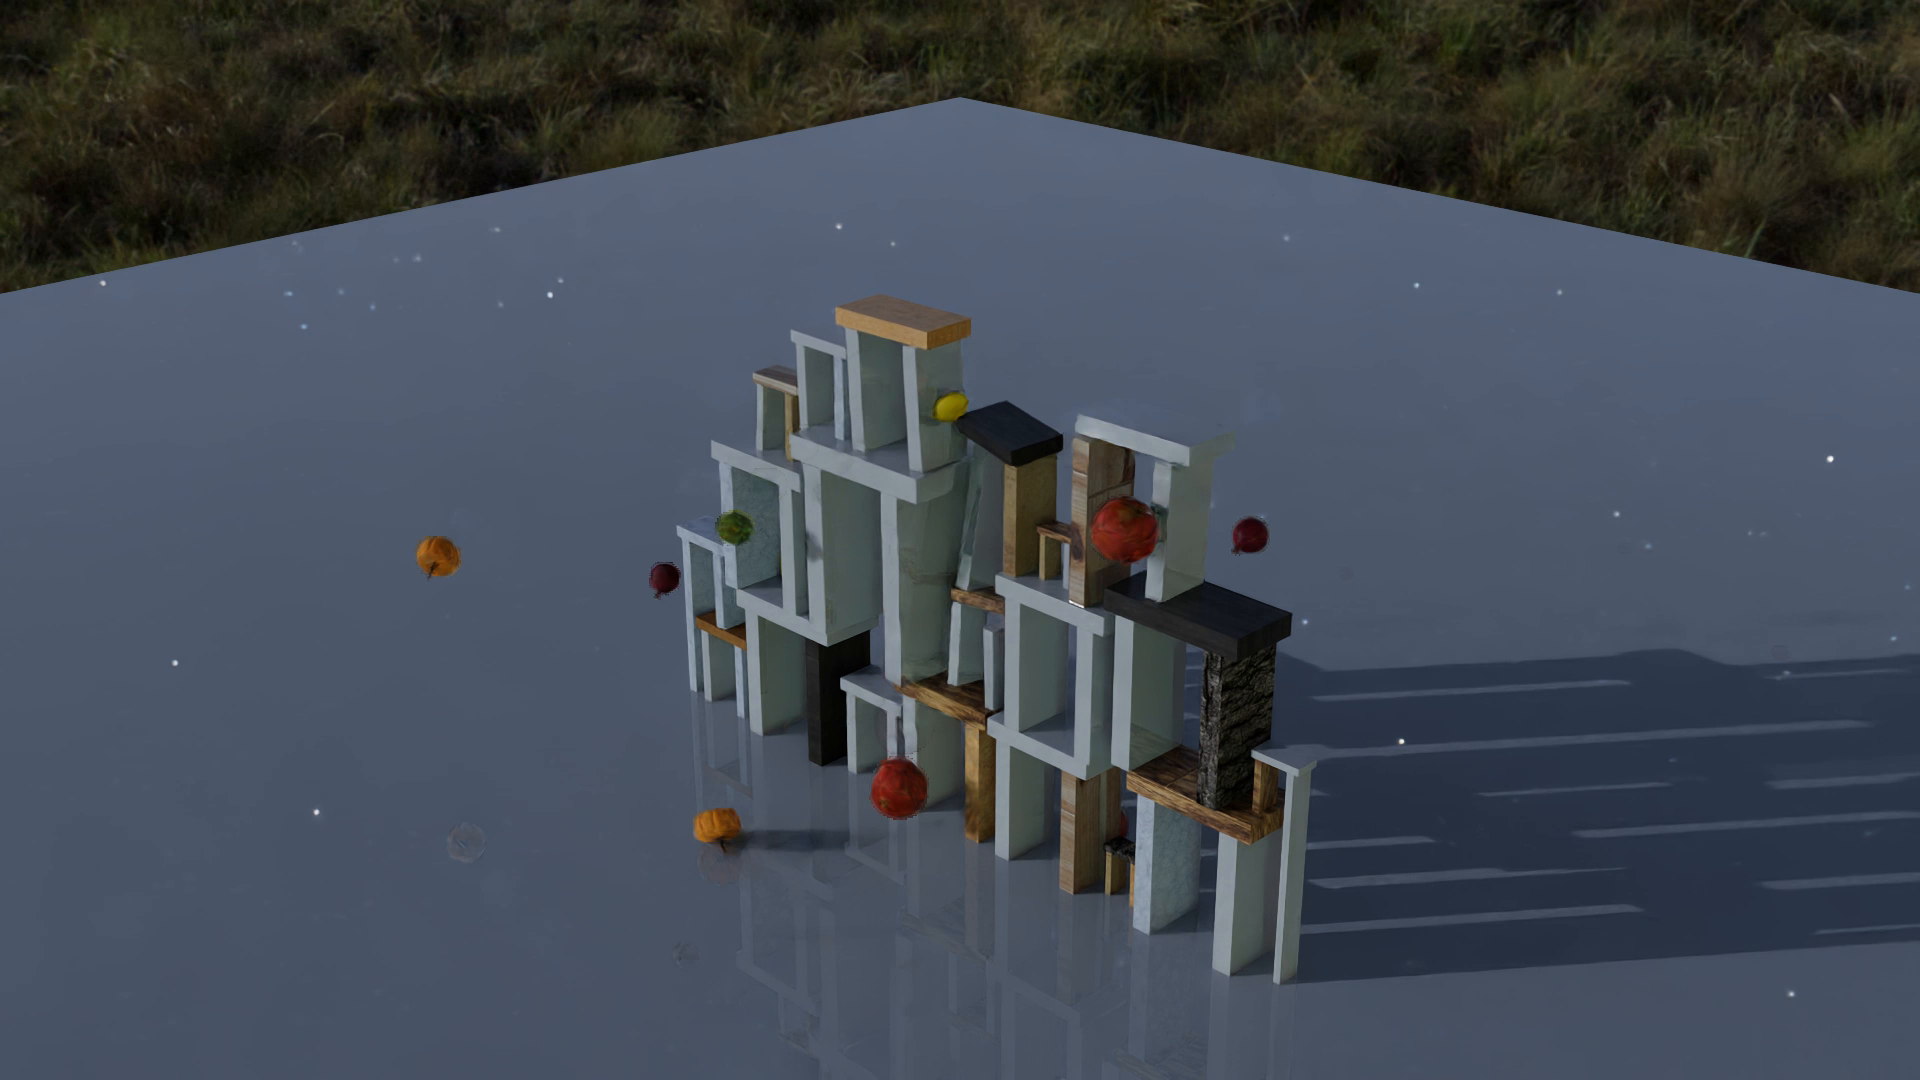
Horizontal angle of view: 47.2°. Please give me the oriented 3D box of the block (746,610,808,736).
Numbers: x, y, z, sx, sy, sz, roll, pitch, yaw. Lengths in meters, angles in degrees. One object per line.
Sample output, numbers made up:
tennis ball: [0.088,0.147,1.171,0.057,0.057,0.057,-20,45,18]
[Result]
block: [-0.391,0.266,4.764,0.041,0.289,0.144,21,31,41]

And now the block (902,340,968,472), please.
block: [-0.047,-0.261,4.166,0.121,0.242,0.034,-21,27,-40]

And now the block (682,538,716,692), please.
block: [-0.570,0.157,4.917,0.025,0.370,0.087,21,31,41]

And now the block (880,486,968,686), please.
block: [-0.065,0.075,4.328,0.180,0.399,0.051,-18,28,-36]

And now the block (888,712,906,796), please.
block: [-0.106,0.424,4.526,0.026,0.184,0.092,21,31,41]

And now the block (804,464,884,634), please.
block: [-0.226,-0.004,4.465,0.180,0.359,0.051,-20,30,-39]

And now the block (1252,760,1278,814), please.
block: [0.532,0.419,3.821,0.051,0.102,0.014,-21,31,-41]

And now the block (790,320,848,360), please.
block: [-0.246,-0.394,4.326,0.085,0.024,0.170,-21,31,-40]

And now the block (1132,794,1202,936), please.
block: [0.384,0.573,4.050,0.040,0.282,0.141,21,31,41]

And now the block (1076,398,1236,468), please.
block: [0.338,-0.189,3.818,0.252,0.036,0.126,20,29,40]

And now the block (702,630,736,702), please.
block: [-0.533,0.267,4.911,0.024,0.171,0.085,21,31,41]

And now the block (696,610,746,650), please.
block: [-0.493,0.193,4.835,0.085,0.024,0.171,-22,31,-40]

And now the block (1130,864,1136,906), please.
block: [0.339,0.641,4.133,0.013,0.091,0.045,21,31,41]

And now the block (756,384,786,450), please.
block: [-0.386,-0.262,4.528,0.072,0.143,0.020,-21,35,-41]

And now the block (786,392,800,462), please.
block: [-0.321,-0.236,4.468,0.072,0.143,0.020,-21,32,-40]

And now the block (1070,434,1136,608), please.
block: [0.255,-0.045,3.929,0.126,0.315,0.036,-21,31,-41]

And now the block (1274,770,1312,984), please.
block: [0.580,0.585,3.839,0.014,0.423,0.051,21,31,41]

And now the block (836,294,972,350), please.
block: [-0.108,-0.415,4.175,0.242,0.034,0.121,20,30,39]

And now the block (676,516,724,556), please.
block: [-0.530,-0.009,4.802,0.087,0.025,0.175,-21,30,-40]

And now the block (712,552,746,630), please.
block: [-0.495,0.100,4.801,0.025,0.175,0.087,19,30,39]

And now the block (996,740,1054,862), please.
block: [0.127,0.486,4.289,0.036,0.256,0.128,21,31,40]

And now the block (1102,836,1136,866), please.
block: [0.318,0.585,4.133,0.091,0.013,0.045,21,31,41]

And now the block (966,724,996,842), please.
block: [0.068,0.460,4.351,0.036,0.254,0.127,21,31,41]

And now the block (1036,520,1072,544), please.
block: [0.188,-0.014,4.013,0.090,0.013,0.045,21,31,40]

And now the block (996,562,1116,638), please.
block: [0.208,0.100,4.040,0.135,0.038,0.269,-21,31,-40]

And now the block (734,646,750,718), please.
block: [-0.452,0.299,4.837,0.024,0.171,0.086,21,31,41]

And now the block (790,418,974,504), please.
block: [-0.147,-0.164,4.316,0.359,0.051,0.180,21,31,40]

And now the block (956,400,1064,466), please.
block: [0.092,-0.199,4.085,0.108,0.031,0.217,-18,28,-21]

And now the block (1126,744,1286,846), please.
block: [0.450,0.451,3.926,0.282,0.040,0.141,21,31,41]

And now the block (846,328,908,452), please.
block: [-0.159,-0.304,4.270,0.034,0.242,0.121,18,29,42]

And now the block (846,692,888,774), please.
block: [-0.193,0.390,4.606,0.026,0.184,0.092,21,31,41]

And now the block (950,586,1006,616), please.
block: [0.074,0.118,4.275,0.166,0.023,0.083,16,17,28]

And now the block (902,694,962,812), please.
block: [-0.054,0.412,4.464,0.127,0.254,0.036,-21,29,-41]

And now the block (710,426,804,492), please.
block: [-0.371,-0.171,4.550,0.140,0.040,0.281,-21,31,-41]

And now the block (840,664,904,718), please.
block: [-0.150,0.310,4.525,0.184,0.026,0.092,21,31,41]

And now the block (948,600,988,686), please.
block: [0.016,0.198,4.319,0.023,0.166,0.083,12,14,38]

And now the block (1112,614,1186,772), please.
block: [0.341,0.253,3.959,0.149,0.298,0.042,-21,31,-41]

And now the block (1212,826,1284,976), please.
block: [0.517,0.625,3.928,0.040,0.282,0.141,21,31,41]

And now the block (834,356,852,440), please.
block: [-0.207,-0.288,4.327,0.024,0.170,0.085,21,31,40]

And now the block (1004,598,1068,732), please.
block: [0.145,0.217,4.159,0.135,0.269,0.038,-21,31,-40]

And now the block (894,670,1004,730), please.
block: [0.002,0.300,4.354,0.127,0.036,0.254,-21,30,-41]

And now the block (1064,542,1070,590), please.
block: [0.209,0.042,4.013,0.013,0.090,0.045,21,31,40]

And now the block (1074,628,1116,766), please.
block: [0.272,0.266,4.041,0.038,0.269,0.135,21,31,41]

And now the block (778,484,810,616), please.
block: [-0.304,0.003,4.551,0.040,0.281,0.140,21,31,41]

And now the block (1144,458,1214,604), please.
block: [0.380,-0.029,3.808,0.036,0.252,0.126,21,29,36]

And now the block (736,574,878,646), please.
block: [-0.323,0.141,4.637,0.289,0.041,0.144,21,31,41]

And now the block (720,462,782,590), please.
block: [-0.438,-0.049,4.672,0.140,0.281,0.040,-21,30,-41]

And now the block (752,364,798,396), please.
block: [-0.346,-0.323,4.463,0.143,0.020,0.072,19,30,37]

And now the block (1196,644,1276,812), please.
block: [0.482,0.308,3.829,0.149,0.298,0.042,-21,31,-41]

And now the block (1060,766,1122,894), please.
block: [0.248,0.533,4.176,0.128,0.256,0.036,-20,30,-40]

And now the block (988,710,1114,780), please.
block: [0.187,0.375,4.176,0.128,0.036,0.256,-21,31,-40]

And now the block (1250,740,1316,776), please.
block: [0.556,0.375,3.776,0.102,0.014,0.051,21,31,41]

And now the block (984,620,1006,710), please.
block: [0.084,0.238,4.238,0.083,0.166,0.023,-21,29,-40]

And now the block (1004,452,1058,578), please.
block: [0.130,-0.050,4.067,0.108,0.217,0.031,-21,30,-40]

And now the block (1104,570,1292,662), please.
block: [0.412,0.124,3.828,0.149,0.042,0.298,-21,31,-41]

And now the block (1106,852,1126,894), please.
block: [0.296,0.624,4.173,0.013,0.091,0.045,21,31,41]

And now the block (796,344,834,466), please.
block: [-0.284,-0.278,4.417,0.024,0.259,0.085,19,30,41]

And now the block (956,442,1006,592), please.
block: [0.057,-0.073,4.275,0.031,0.337,0.108,18,18,35]

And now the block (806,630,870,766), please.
block: [-0.255,0.319,4.639,0.041,0.289,0.144,21,31,41]

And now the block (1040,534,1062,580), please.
block: [0.167,0.025,4.052,0.045,0.090,0.013,-21,31,-41]
